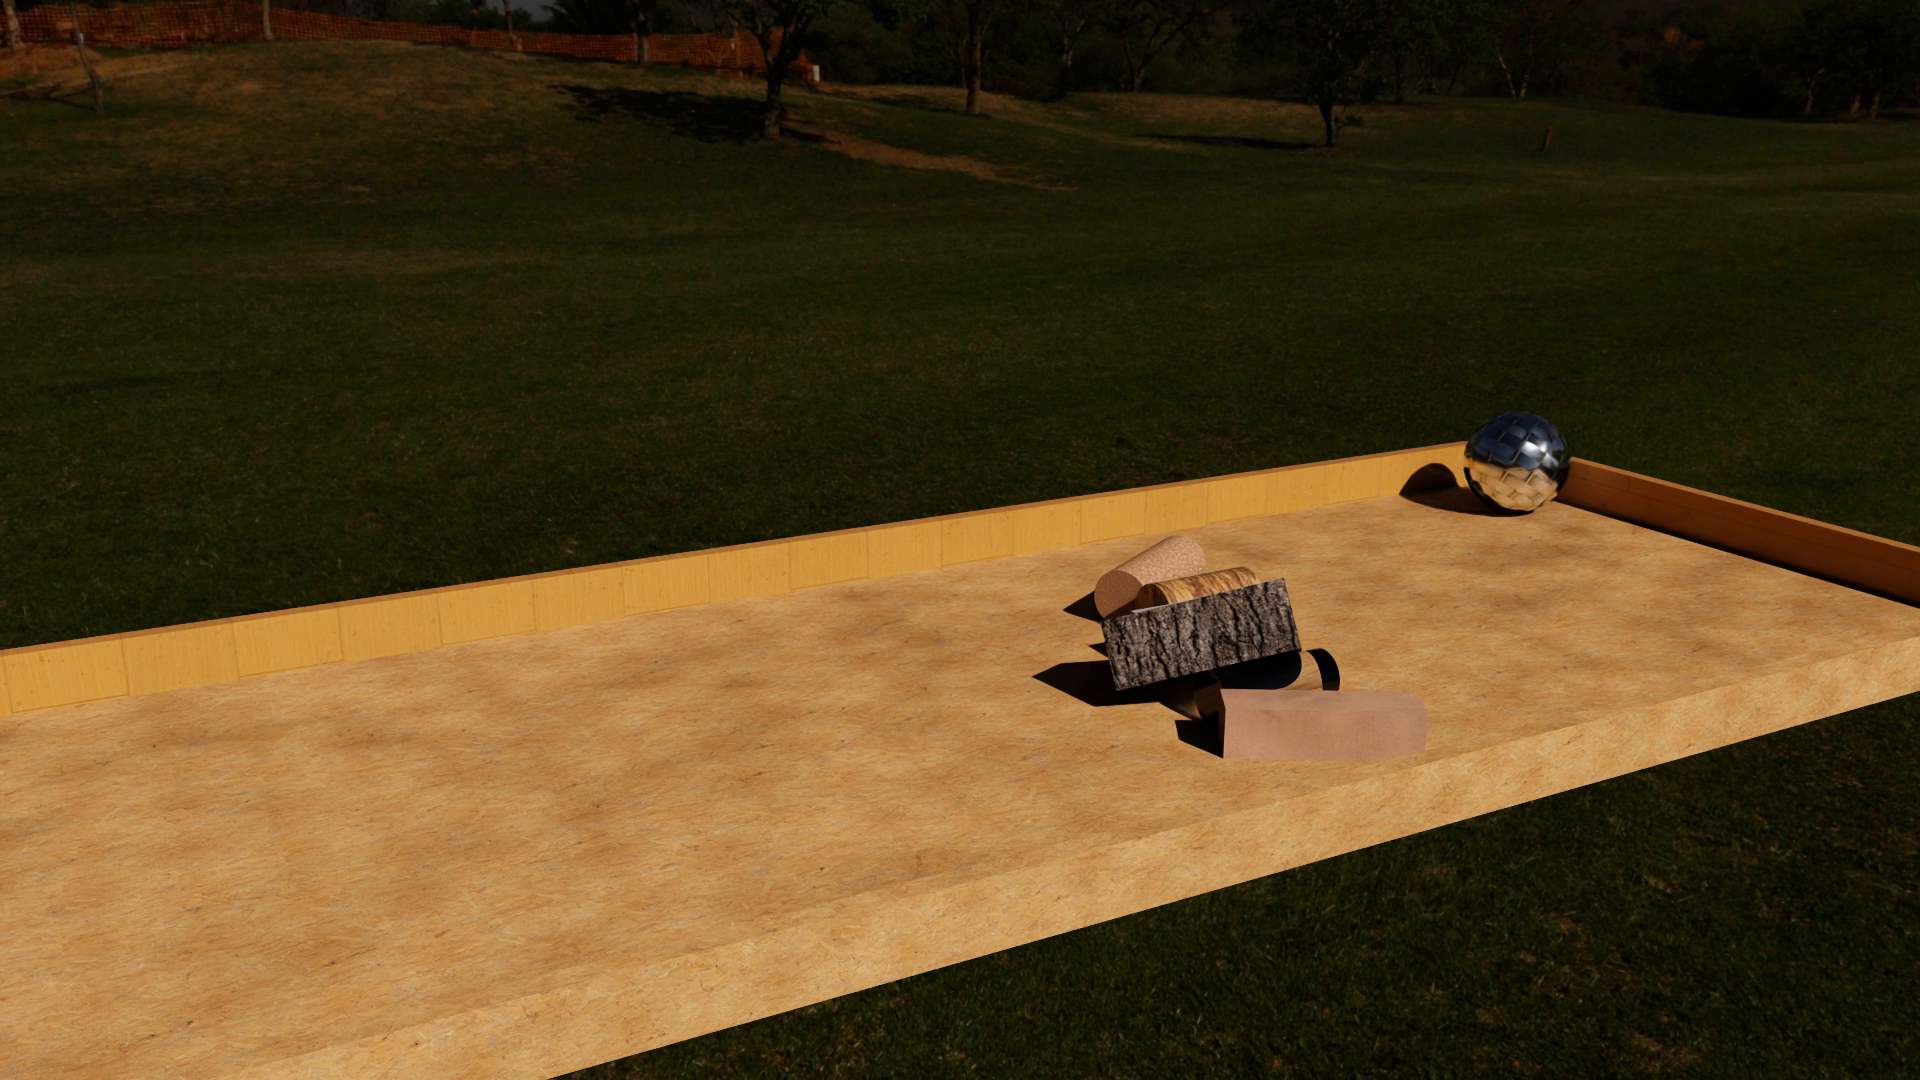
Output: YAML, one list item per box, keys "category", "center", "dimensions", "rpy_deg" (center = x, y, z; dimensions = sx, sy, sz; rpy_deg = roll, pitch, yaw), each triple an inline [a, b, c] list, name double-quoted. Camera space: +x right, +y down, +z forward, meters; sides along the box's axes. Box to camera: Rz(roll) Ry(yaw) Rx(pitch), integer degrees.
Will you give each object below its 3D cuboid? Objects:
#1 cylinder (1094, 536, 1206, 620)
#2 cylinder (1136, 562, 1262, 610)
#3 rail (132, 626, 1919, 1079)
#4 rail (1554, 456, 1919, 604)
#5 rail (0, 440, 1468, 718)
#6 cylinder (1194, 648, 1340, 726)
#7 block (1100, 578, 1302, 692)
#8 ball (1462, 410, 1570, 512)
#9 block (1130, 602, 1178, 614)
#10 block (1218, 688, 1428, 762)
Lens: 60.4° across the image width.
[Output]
- category: "cylinder"
  center: [0.544, 0.113, 4.681]
  dimensions: [0.162, 0.162, 0.405]
  rpy_deg: [10, 19, 30]
- category: "cylinder"
  center: [0.650, 0.177, 4.457]
  dimensions: [0.311, 0.167, 0.167]
  rpy_deg: [-16, 22, -29]
- category: "rail"
  center: [-2.336, 1.006, 1.665]
  dimensions: [12.000, 0.150, 0.050]
  rpy_deg: [-9, 18, -27]
- category: "rail"
  center: [2.466, -0.048, 5.253]
  dimensions: [0.050, 0.150, 2.100]
  rpy_deg: [-9, 18, -27]
- category: "rail"
  center: [-3.305, 0.497, 3.399]
  dimensions: [12.000, 0.150, 0.050]
  rpy_deg: [-9, 18, -27]
- category: "cylinder"
  center: [0.734, 0.349, 3.938]
  dimensions: [0.332, 0.131, 0.131]
  rpy_deg: [-8, 18, -26]
- category: "block"
  center: [0.581, 0.232, 3.969]
  dimensions: [0.443, 0.169, 0.169]
  rpy_deg: [-14, -9, 10]
- category: "ball"
  center: [1.905, -0.268, 5.649]
  dimensions: [0.348, 0.348, 0.348]
  rpy_deg: [0, 16, 0]
- category: "block"
  center: [0.616, 0.246, 4.273]
  dimensions: [0.327, 0.139, 0.139]
  rpy_deg: [-8, 18, -26]
- category: "block"
  center: [0.813, 0.418, 3.721]
  dimensions: [0.444, 0.120, 0.120]
  rpy_deg: [1, 16, 2]
